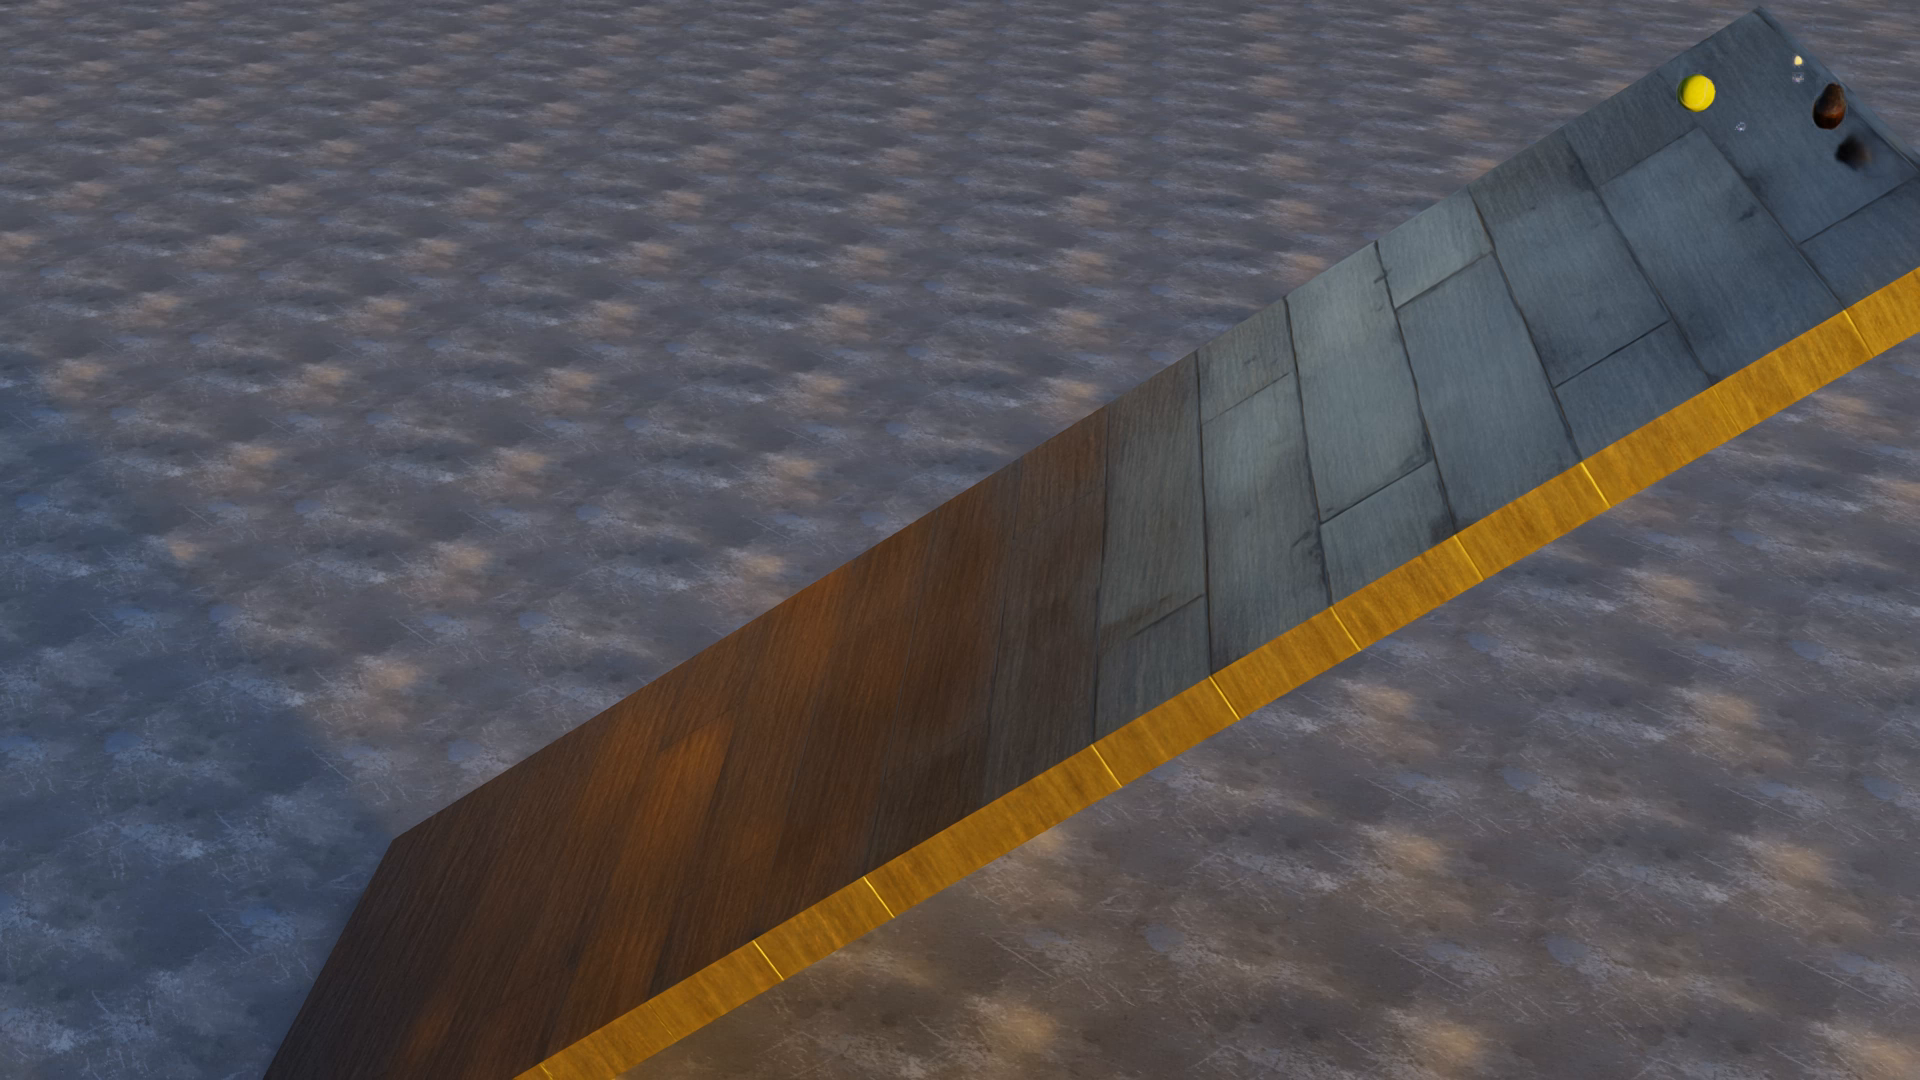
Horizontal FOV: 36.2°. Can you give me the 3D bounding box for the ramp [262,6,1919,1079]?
[{"bbox_3d":[0.139,0.171,6.298,4.000,0.100,2.000,-31,16,14],"label":"ramp"}]
